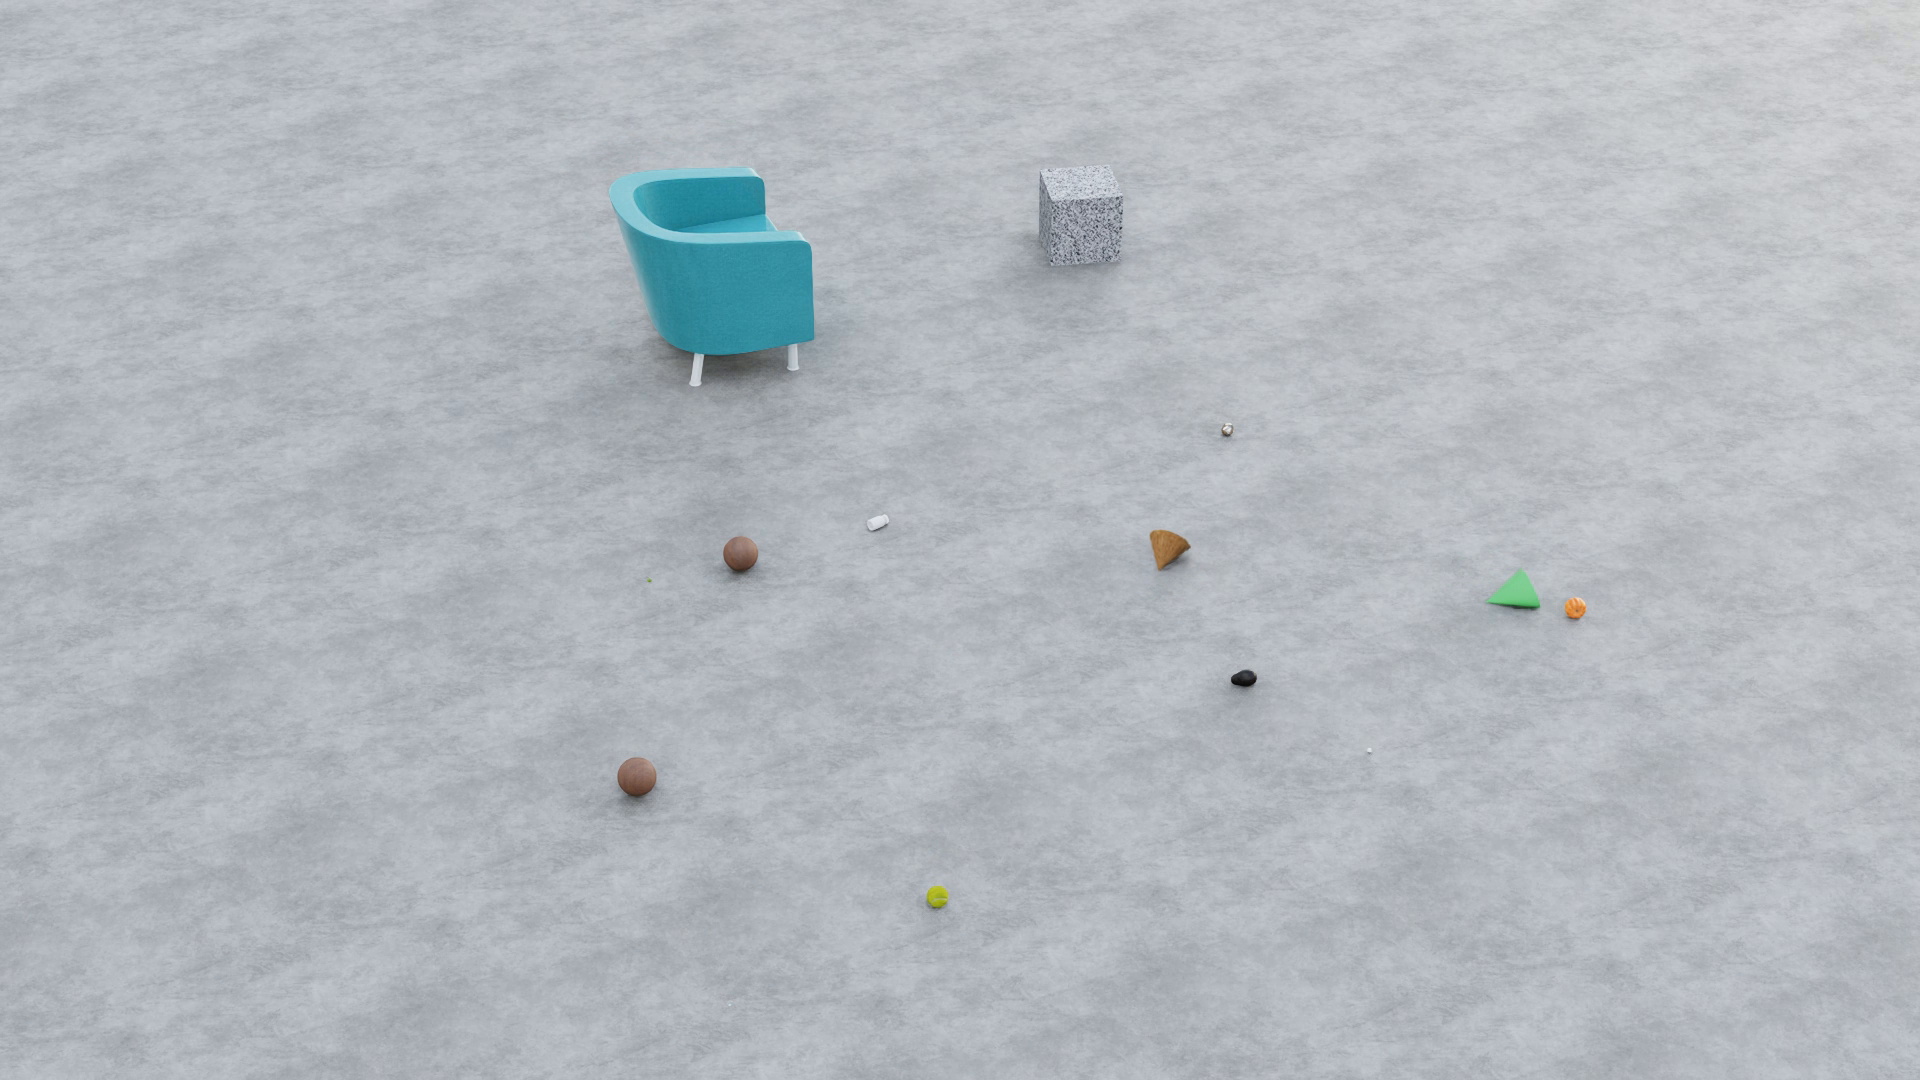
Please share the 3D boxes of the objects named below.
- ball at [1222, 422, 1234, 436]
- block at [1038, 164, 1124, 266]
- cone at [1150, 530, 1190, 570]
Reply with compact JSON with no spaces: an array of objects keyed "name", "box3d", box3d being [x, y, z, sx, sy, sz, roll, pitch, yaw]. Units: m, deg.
[{"name":"ball","box3d":[1.056,-0.437,11.561,0.052,0.052,0.052,0,33,0]},{"name":"block","box3d":[0.526,-1.420,12.814,0.311,0.314,0.310,-5,34,-7]},{"name":"cone","box3d":[0.752,0.058,10.795,0.163,0.149,0.130,-10,51,54]}]
